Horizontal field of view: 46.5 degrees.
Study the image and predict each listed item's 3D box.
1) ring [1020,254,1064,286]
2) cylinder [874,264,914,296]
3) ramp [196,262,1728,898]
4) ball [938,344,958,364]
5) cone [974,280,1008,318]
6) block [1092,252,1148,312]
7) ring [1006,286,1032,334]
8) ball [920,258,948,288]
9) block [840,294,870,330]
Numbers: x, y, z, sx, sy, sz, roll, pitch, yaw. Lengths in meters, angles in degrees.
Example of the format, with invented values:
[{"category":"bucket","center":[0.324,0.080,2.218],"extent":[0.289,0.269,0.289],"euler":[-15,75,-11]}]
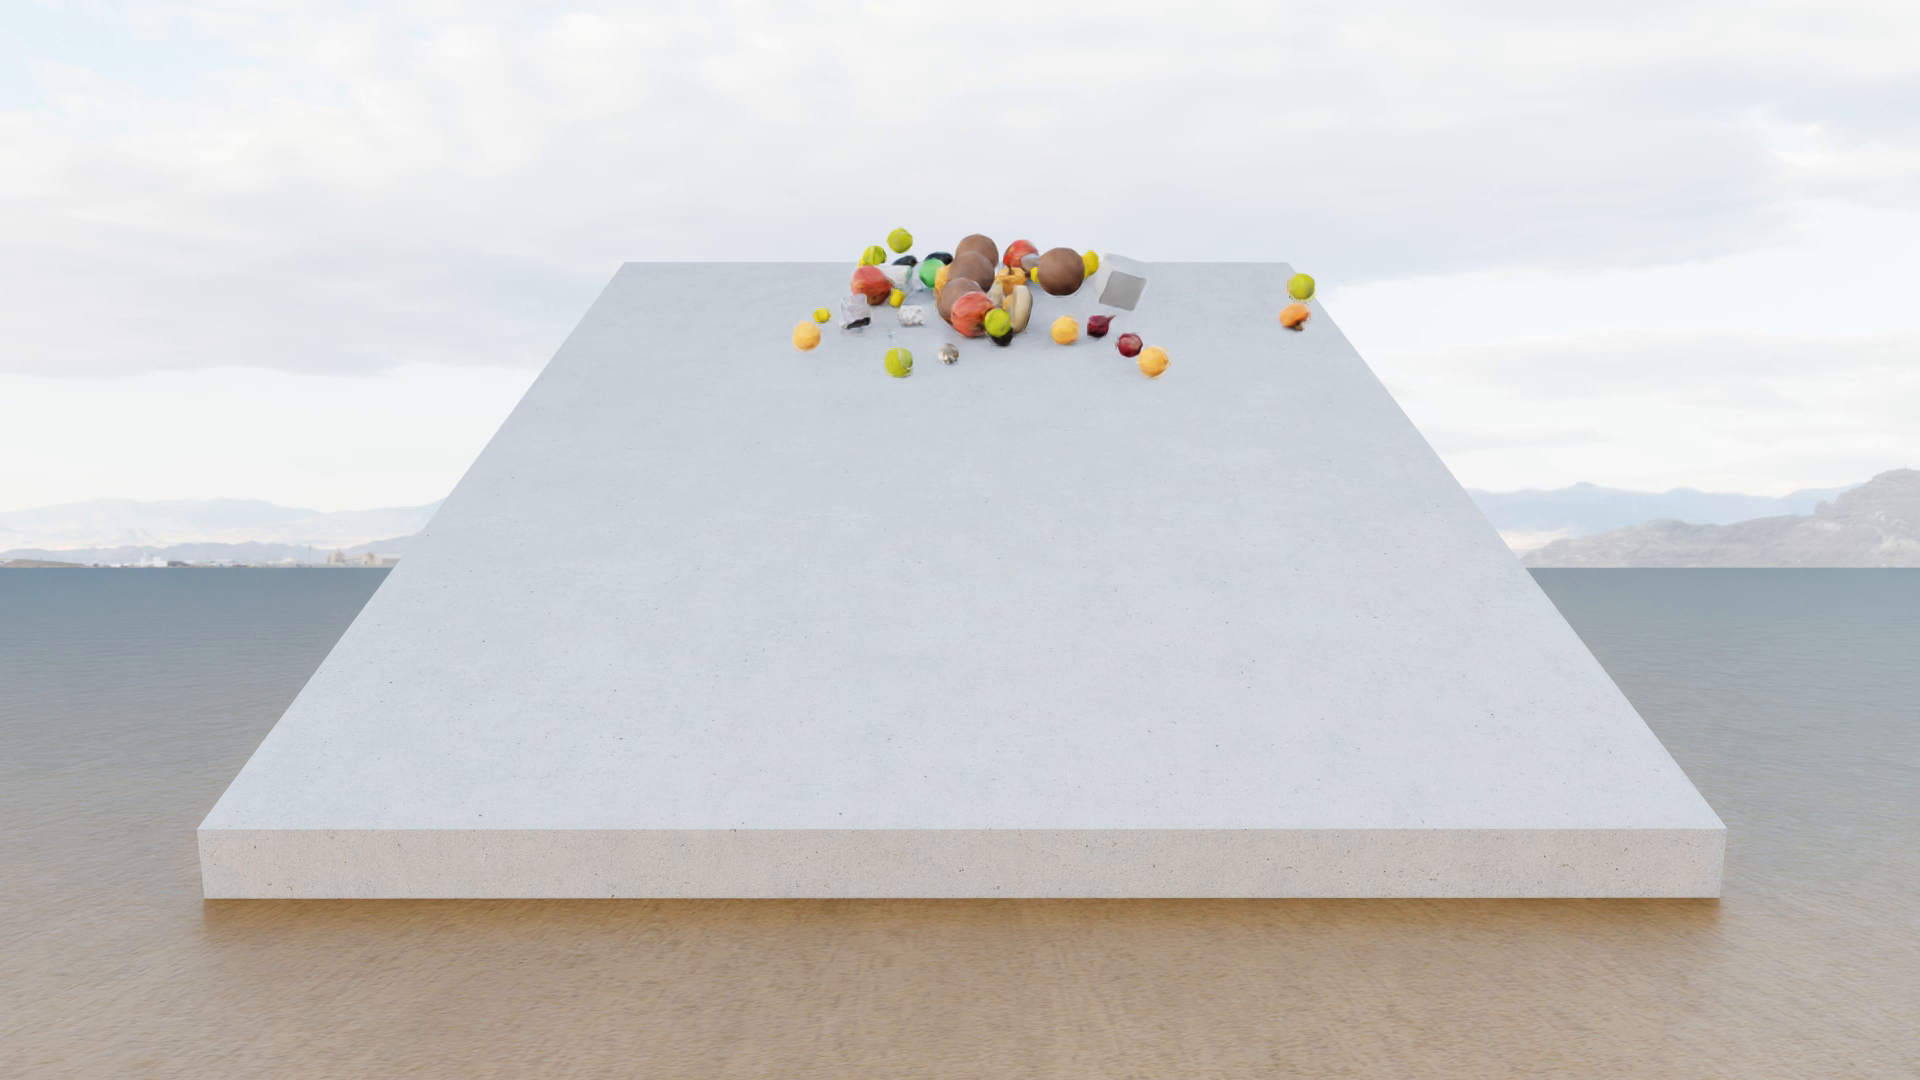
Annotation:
[{"category":"ring","center":[0.234,-0.774,6.382],"extent":[0.135,0.045,0.135],"euler":[25,21,-10]},{"category":"cylinder","center":[-0.183,-0.724,6.226],"extent":[0.087,0.087,0.087],"euler":[5,1,16]},{"category":"ramp","center":[-0.003,-0.183,4.837],"extent":[2.000,0.100,4.000],"euler":[0,18,0]},{"category":"ball","center":[-0.028,-0.453,5.437],"extent":[0.050,0.050,0.050],"euler":[0,-1,0]},{"category":"cone","center":[0.096,-0.647,5.932],"extent":[0.095,0.095,0.095],"euler":[15,8,-2]},{"category":"block","center":[0.414,-0.671,5.801],"extent":[0.100,0.100,0.100],"euler":[13,32,-17]},{"category":"ring","center":[0.153,-0.595,5.762],"extent":[0.042,0.126,0.126],"euler":[8,-2,-13]},{"category":"ball","center":[-0.074,-0.748,6.258],"extent":[0.082,0.082,0.082],"euler":[0,-1,0]},{"category":"block","center":[-0.270,-0.591,5.773],"extent":[0.065,0.065,0.065],"euler":[-13,-10,-5]}]
